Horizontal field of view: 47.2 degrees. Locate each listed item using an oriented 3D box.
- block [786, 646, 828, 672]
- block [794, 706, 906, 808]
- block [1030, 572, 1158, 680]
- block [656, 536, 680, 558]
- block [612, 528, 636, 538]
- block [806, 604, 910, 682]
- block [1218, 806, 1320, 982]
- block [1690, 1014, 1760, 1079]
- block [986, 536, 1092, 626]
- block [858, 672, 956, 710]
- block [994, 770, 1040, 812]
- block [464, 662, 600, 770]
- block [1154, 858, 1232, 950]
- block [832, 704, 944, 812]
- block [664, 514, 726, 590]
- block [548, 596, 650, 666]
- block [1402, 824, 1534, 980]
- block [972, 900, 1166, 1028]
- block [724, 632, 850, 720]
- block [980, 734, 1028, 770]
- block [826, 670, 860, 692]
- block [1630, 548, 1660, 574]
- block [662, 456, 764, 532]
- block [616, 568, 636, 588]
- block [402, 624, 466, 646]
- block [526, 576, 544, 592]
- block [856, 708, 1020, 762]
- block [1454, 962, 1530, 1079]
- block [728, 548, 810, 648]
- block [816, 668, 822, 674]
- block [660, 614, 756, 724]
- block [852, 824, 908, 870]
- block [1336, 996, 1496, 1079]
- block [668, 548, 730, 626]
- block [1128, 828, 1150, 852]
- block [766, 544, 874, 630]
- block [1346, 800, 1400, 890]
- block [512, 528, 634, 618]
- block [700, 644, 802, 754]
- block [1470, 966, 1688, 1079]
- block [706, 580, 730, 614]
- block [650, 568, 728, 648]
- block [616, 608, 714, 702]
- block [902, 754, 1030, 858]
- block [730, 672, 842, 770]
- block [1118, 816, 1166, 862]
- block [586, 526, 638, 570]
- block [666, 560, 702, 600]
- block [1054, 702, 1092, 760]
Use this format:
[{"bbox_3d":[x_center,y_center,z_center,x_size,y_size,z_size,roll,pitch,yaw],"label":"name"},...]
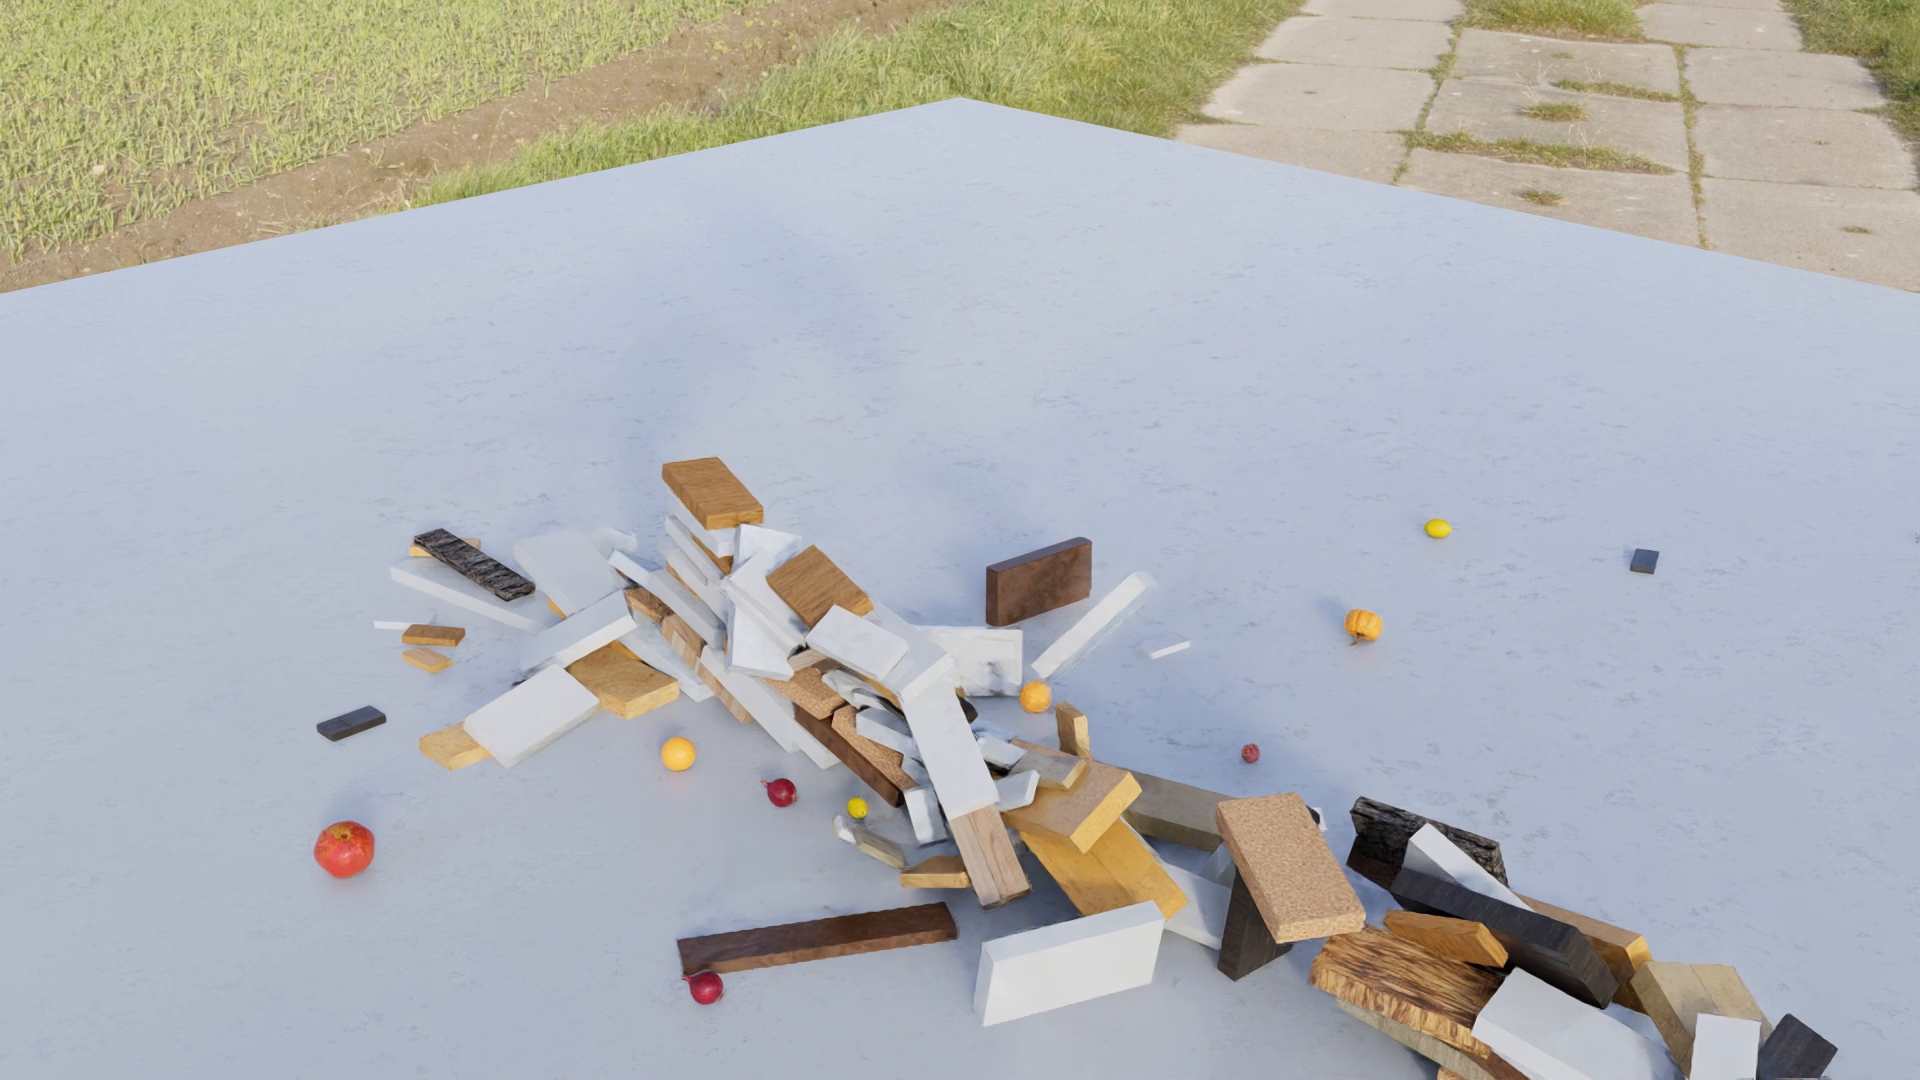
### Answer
[{"bbox_3d":[-0.274,0.207,4.494,0.110,0.031,0.221,-42,6,-24],"label":"block"},{"bbox_3d":[-0.180,0.422,4.595,0.160,0.045,0.320,-21,47,-40],"label":"block"},{"bbox_3d":[0.299,0.188,4.866,0.043,0.307,0.153,49,11,10],"label":"block"},{"bbox_3d":[-0.616,0.028,4.979,0.083,0.023,0.166,-13,26,-31],"label":"block"},{"bbox_3d":[-0.936,0.032,5.596,0.106,0.030,0.212,10,31,39],"label":"block"},{"bbox_3d":[-0.198,0.198,4.231,0.186,0.026,0.093,25,62,33],"label":"block"},{"bbox_3d":[0.546,0.624,3.895,0.153,0.305,0.043,-19,38,-37],"label":"block"},{"bbox_3d":[1.132,0.789,3.262,0.090,0.025,0.179,4,45,23],"label":"block"},{"bbox_3d":[0.192,0.101,5.331,0.299,0.149,0.042,-17,29,-35],"label":"block"},{"bbox_3d":[-0.115,0.269,4.349,0.102,0.029,0.203,-40,54,-17],"label":"block"},{"bbox_3d":[0.093,0.476,4.139,0.129,0.018,0.064,-22,41,45],"label":"block"},{"bbox_3d":[-0.918,0.375,4.725,0.136,0.039,0.273,39,41,15],"label":"block"},{"bbox_3d":[0.414,0.669,4.054,0.235,0.033,0.117,20,44,20],"label":"block"},{"bbox_3d":[-0.103,0.433,4.525,0.156,0.044,0.312,-21,48,-40],"label":"block"},{"bbox_3d":[-0.530,0.016,4.820,0.129,0.036,0.257,-12,38,-32],"label":"block"},{"bbox_3d":[-0.803,0.191,5.168,0.326,0.046,0.163,32,37,33],"label":"block"},{"bbox_3d":[0.898,0.649,3.733,0.049,0.173,0.346,-35,58,-23],"label":"block"},{"bbox_3d":[0.189,0.734,3.813,0.328,0.164,0.046,-10,40,-22],"label":"block"},{"bbox_3d":[-0.342,0.265,4.702,0.160,0.045,0.320,-21,39,-40],"label":"block"},{"bbox_3d":[0.077,0.411,4.251,0.100,0.014,0.050,19,48,33],"label":"block"},{"bbox_3d":[-0.248,0.278,4.601,0.054,0.015,0.108,-5,36,-24],"label":"block"},{"bbox_3d":[1.748,0.054,5.612,0.059,0.017,0.117,9,25,21],"label":"block"},{"bbox_3d":[-0.543,-0.103,4.812,0.130,0.037,0.261,-9,31,-27],"label":"block"},{"bbox_3d":[-0.860,0.099,5.500,0.075,0.021,0.150,-9,24,-20],"label":"block"},{"bbox_3d":[-1.246,0.226,5.204,0.131,0.019,0.066,4,23,8],"label":"block"},{"bbox_3d":[-1.013,0.123,5.442,0.082,0.023,0.164,-19,30,-38],"label":"block"},{"bbox_3d":[-0.045,0.391,4.438,0.312,0.044,0.156,19,29,41],"label":"block"},{"bbox_3d":[0.865,0.787,3.605,0.153,0.043,0.305,-18,38,-36],"label":"block"},{"bbox_3d":[-0.364,0.118,4.537,0.211,0.030,0.105,38,58,11],"label":"block"},{"bbox_3d":[-0.301,0.226,4.659,0.054,0.015,0.108,-22,74,-38],"label":"block"},{"bbox_3d":[-0.509,0.268,4.896,0.159,0.045,0.319,-19,51,-39],"label":"block"},{"bbox_3d":[-0.155,0.593,4.243,0.116,0.016,0.058,31,19,-31],"label":"block"},{"bbox_3d":[0.802,0.802,3.700,0.153,0.043,0.305,-19,30,-38],"label":"block"},{"bbox_3d":[-0.514,0.096,4.832,0.129,0.036,0.257,-19,49,-38],"label":"block"},{"bbox_3d":[0.243,0.551,4.153,0.117,0.033,0.235,-42,46,-5],"label":"block"},{"bbox_3d":[-0.283,0.105,4.407,0.121,0.034,0.242,-35,39,-12],"label":"block"},{"bbox_3d":[0.857,0.611,4.080,0.269,0.135,0.038,30,27,32],"label":"block"},{"bbox_3d":[-0.913,0.085,5.222,0.163,0.046,0.326,-14,38,-35],"label":"block"},{"bbox_3d":[-0.405,0.323,4.797,0.159,0.045,0.319,-21,52,-40],"label":"block"},{"bbox_3d":[0.957,0.784,3.382,0.301,0.043,0.150,27,36,25],"label":"block"},{"bbox_3d":[-0.420,0.153,4.733,0.129,0.036,0.257,-18,49,-37],"label":"block"},{"bbox_3d":[-0.555,0.140,4.944,0.159,0.045,0.319,-13,30,-31],"label":"block"},{"bbox_3d":[-0.642,0.244,5.035,0.326,0.046,0.163,33,38,32],"label":"block"},{"bbox_3d":[0.045,0.507,4.395,0.156,0.044,0.312,-21,47,-40],"label":"block"},{"bbox_3d":[-0.331,0.347,4.722,0.160,0.045,0.320,-21,53,-41],"label":"block"},{"bbox_3d":[0.315,0.616,4.162,0.117,0.033,0.235,-24,48,-27],"label":"block"},{"bbox_3d":[-0.910,0.045,5.503,0.106,0.030,0.212,22,39,16],"label":"block"},{"bbox_3d":[-0.591,0.082,4.980,0.083,0.023,0.166,-13,30,-31],"label":"block"},{"bbox_3d":[0.228,0.421,4.334,0.026,0.185,0.092,-13,17,-18],"label":"block"}]
